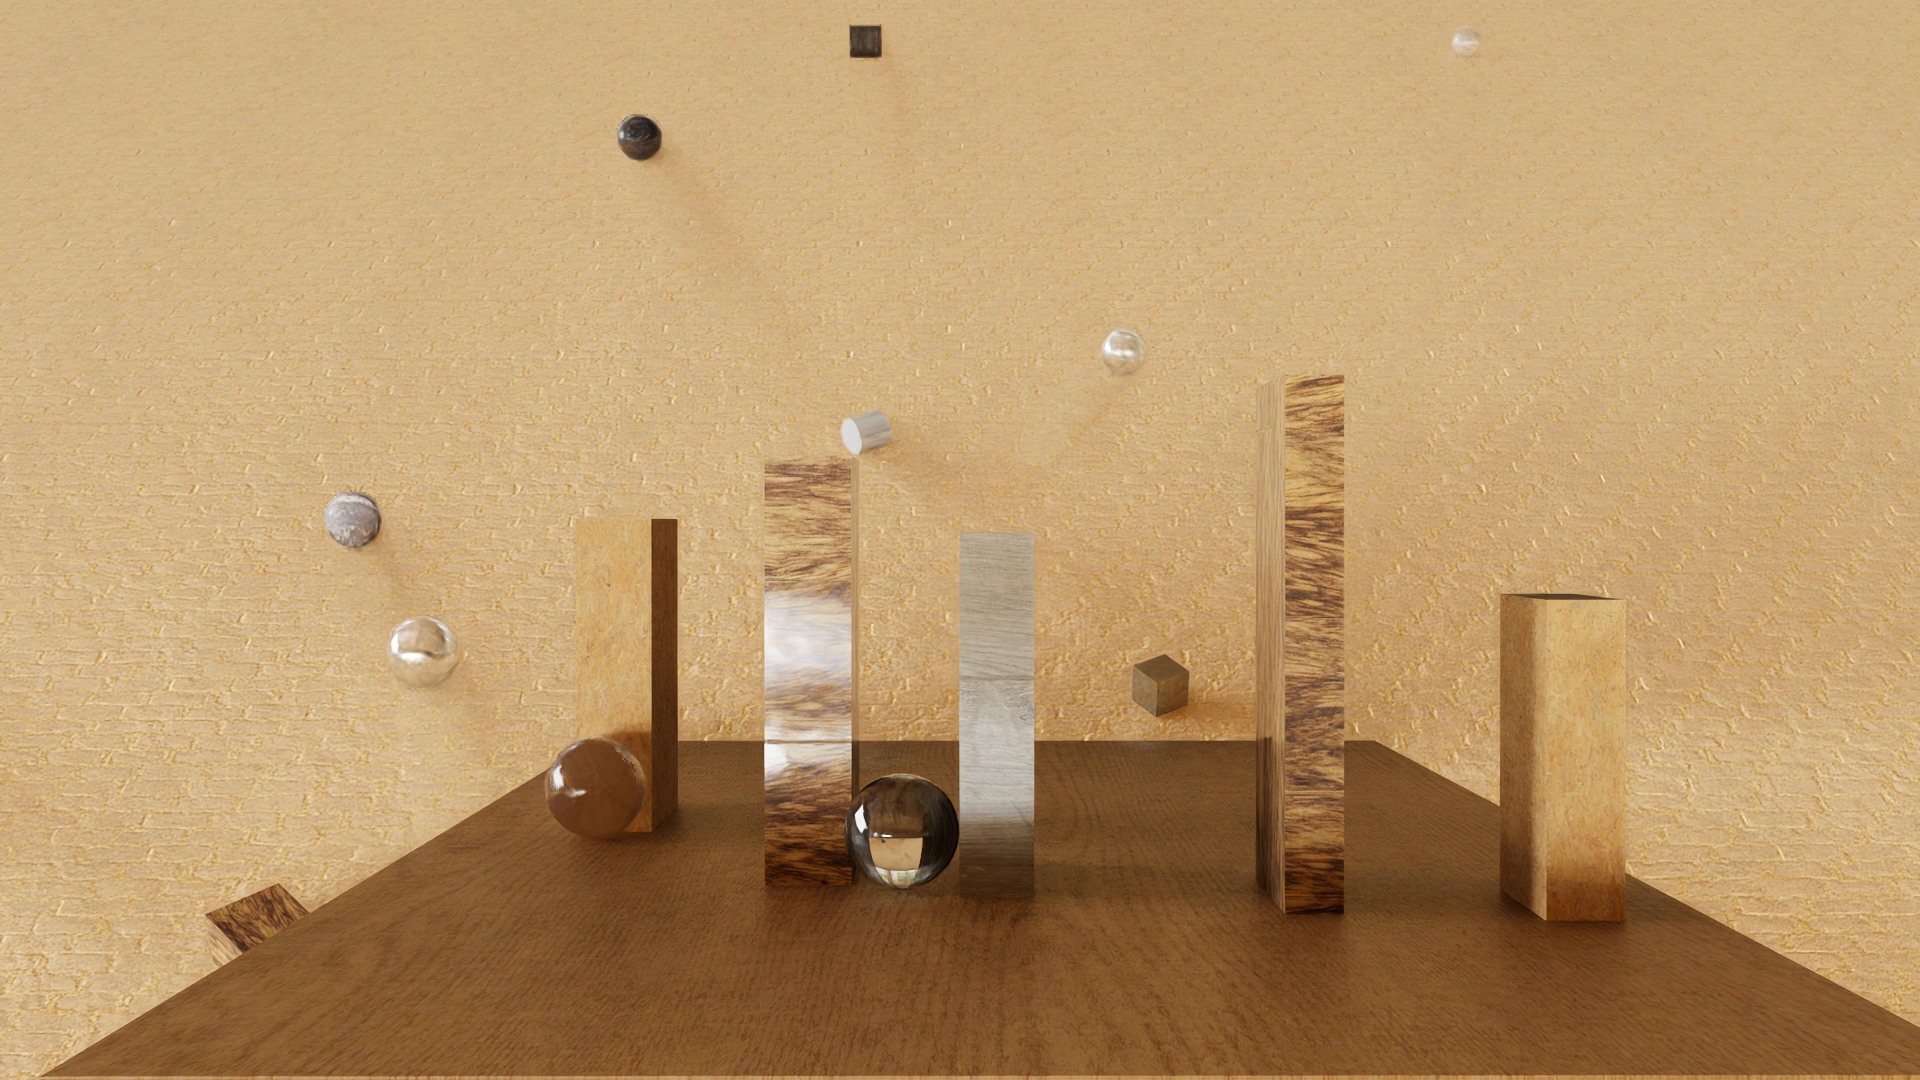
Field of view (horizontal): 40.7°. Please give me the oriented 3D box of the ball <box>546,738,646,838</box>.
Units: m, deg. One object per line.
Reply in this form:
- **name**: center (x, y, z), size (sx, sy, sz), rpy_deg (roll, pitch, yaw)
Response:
- **ball**: center (-0.647, 0.440, 4.597), size (0.178, 0.178, 0.178), rpy_deg (0, 29, 0)

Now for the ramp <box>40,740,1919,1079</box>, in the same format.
- **ramp**: center (0.065, 0.579, 4.624), size (2.000, 0.100, 4.000), rpy_deg (0, 0, 0)

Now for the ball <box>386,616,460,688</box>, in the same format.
- **ball**: center (-1.451, 0.304, 6.988), size (0.195, 0.195, 0.195), rpy_deg (0, 29, 0)

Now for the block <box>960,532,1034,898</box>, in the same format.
- **block**: center (0.055, 0.261, 4.060), size (0.112, 0.545, 0.396), rpy_deg (0, 0, 0)

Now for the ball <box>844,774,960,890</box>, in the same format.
- **ball**: center (-0.089, 0.446, 3.956), size (0.177, 0.177, 0.177), rpy_deg (0, 29, 0)

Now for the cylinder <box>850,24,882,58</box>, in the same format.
- **cylinder**: center (-0.427, -2.262, 11.716), size (0.144, 0.144, 0.144), rpy_deg (-1, 29, -5)

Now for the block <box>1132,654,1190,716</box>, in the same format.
- **block**: center (0.537, 0.389, 6.922), size (0.107, 0.107, 0.107), rpy_deg (-18, 33, -29)

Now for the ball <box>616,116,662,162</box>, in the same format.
- **ball**: center (-1.306, -1.638, 10.540), size (0.184, 0.184, 0.184), rpy_deg (0, 29, 0)

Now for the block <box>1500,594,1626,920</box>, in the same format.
- **block**: center (0.881, 0.309, 3.793), size (0.111, 0.452, 0.314), rpy_deg (0, 0, 0)

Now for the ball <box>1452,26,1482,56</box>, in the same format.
- **ball**: center (2.301, -2.261, 11.731), size (0.131, 0.131, 0.131), rpy_deg (0, 29, 0)

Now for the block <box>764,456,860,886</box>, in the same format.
- **block**: center (-0.235, 0.201, 4.158), size (0.134, 0.664, 0.326), rpy_deg (0, 0, 0)

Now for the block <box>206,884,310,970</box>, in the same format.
- **block**: center (-1.573, 0.929, 5.861), size (0.182, 0.182, 0.182), rpy_deg (-22, 36, -35)

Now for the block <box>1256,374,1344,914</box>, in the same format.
- **block**: center (0.507, 0.148, 3.879), size (0.084, 0.772, 0.364), rpy_deg (0, 0, 0)

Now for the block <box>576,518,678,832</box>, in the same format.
- **block**: center (-0.628, 0.243, 4.905), size (0.136, 0.567, 0.441), rpy_deg (0, 0, 0)

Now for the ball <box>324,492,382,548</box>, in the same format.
- **ball**: center (-1.804, -0.060, 7.684), size (0.163, 0.163, 0.163), rpy_deg (0, 29, 0)

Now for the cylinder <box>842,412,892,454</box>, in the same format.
- **cylinder**: center (-0.297, -0.343, 8.252), size (0.114, 0.114, 0.114), rpy_deg (-18, 34, -30)

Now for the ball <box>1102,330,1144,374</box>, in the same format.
- **ball**: center (0.552, -0.638, 8.755), size (0.147, 0.147, 0.147), rpy_deg (0, 29, 0)
